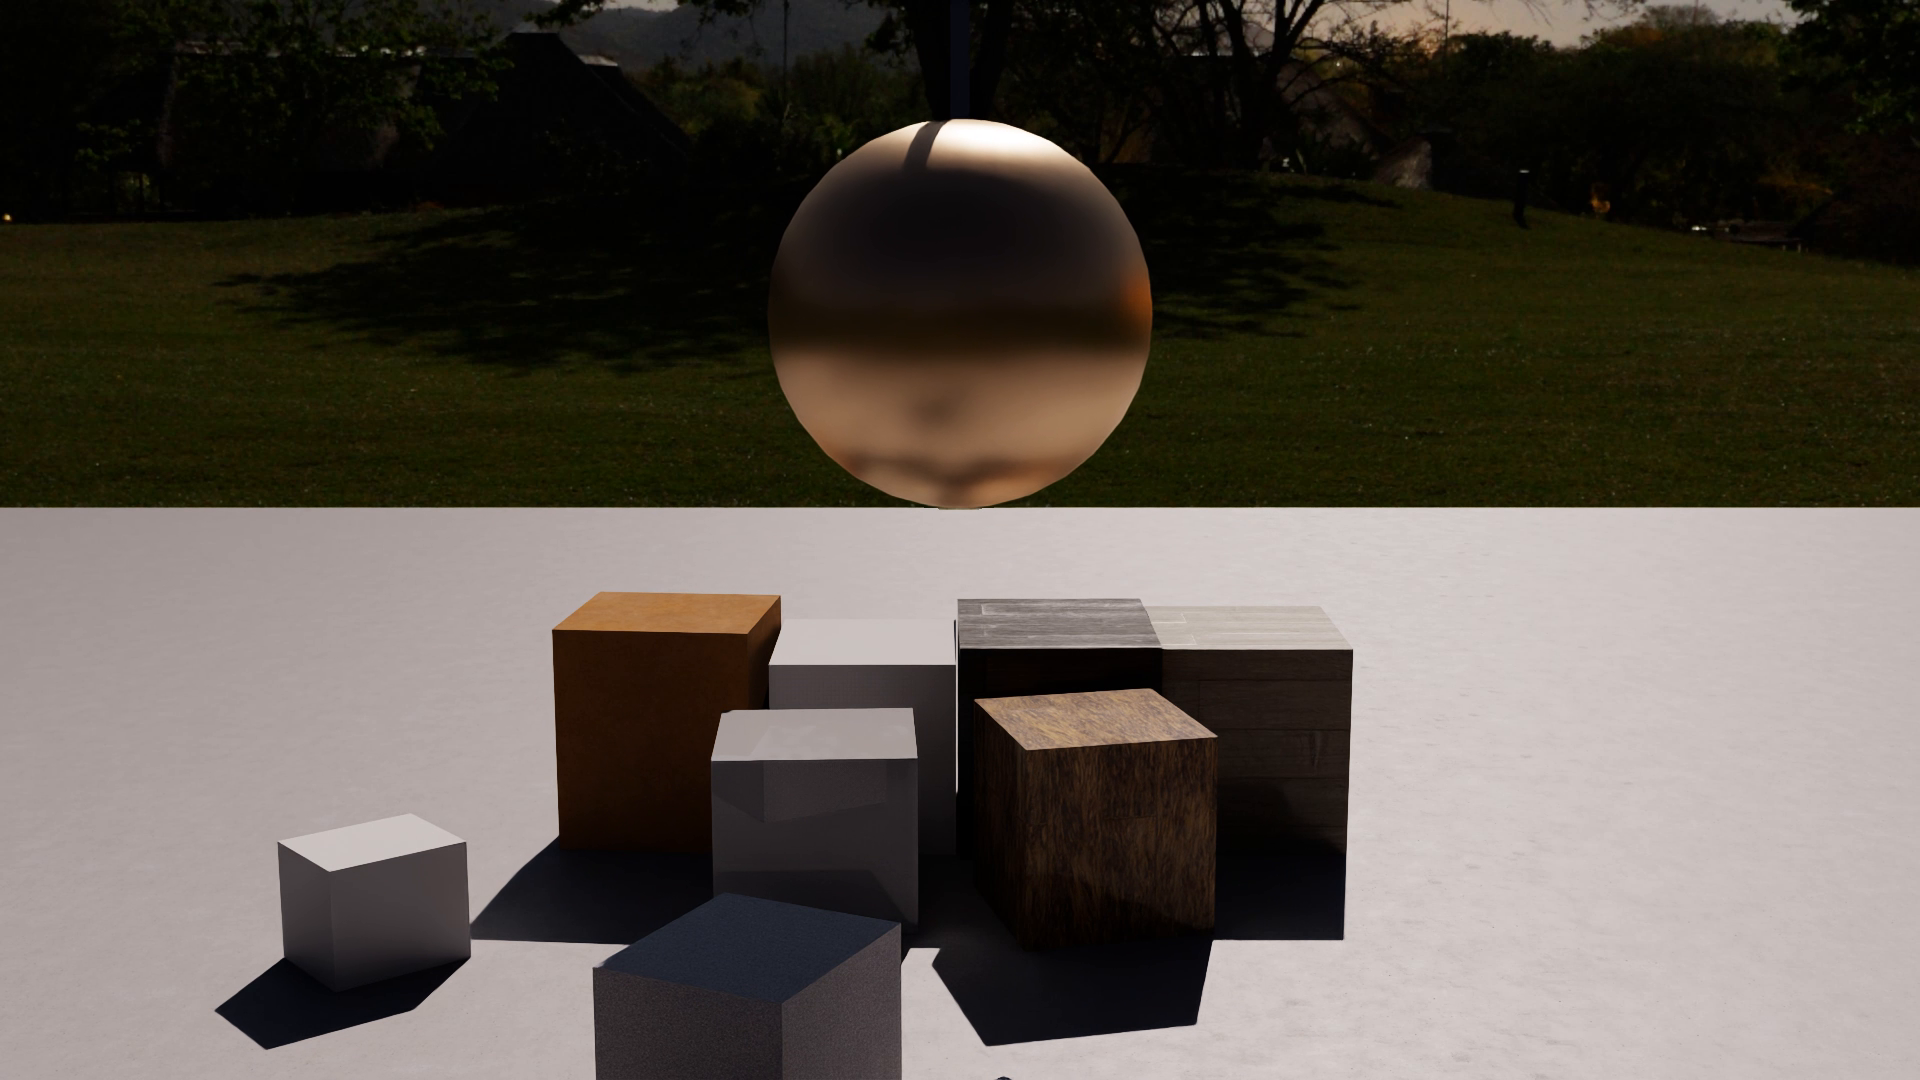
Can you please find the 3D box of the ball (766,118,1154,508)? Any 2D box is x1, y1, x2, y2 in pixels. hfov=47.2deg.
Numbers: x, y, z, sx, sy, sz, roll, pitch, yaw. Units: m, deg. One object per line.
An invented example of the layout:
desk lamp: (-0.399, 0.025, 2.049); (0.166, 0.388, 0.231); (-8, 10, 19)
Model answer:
ball: (0.000, -0.933, 9.119); (1.600, 1.600, 1.600); (0, 10, 0)

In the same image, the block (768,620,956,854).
block: (-0.480, 0.996, 11.372); (0.918, 0.972, 1.043); (0, 10, 0)

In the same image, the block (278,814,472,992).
block: (-2.535, 1.558, 9.526); (0.623, 0.527, 0.525); (-9, 13, -39)

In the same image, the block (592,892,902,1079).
block: (-0.714, 1.773, 7.580); (0.729, 0.799, 0.819); (5, 11, 26)

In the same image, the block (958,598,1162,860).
block: (0.485, 0.948, 11.356); (0.984, 1.072, 1.179); (0, 10, -1)

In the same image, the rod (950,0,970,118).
rod: (0.000, -4.301, 9.579); (0.080, 5.200, 0.080); (0, -8, 0)

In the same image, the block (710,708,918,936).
block: (-0.661, 1.291, 10.180); (0.909, 0.818, 0.874); (0, 10, -3)

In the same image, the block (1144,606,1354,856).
block: (1.454, 0.960, 11.345); (0.937, 1.051, 1.020); (0, 10, 0)

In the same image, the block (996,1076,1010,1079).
block: (0.106, 2.068, 6.138); (0.786, 0.735, 0.746); (-10, 14, -43)

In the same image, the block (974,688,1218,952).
block: (0.601, 1.258, 10.092); (0.879, 0.914, 0.902); (-3, 11, -14)

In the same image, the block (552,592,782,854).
block: (-1.480, 0.921, 11.348); (0.977, 1.128, 0.930); (1, 10, 5)
